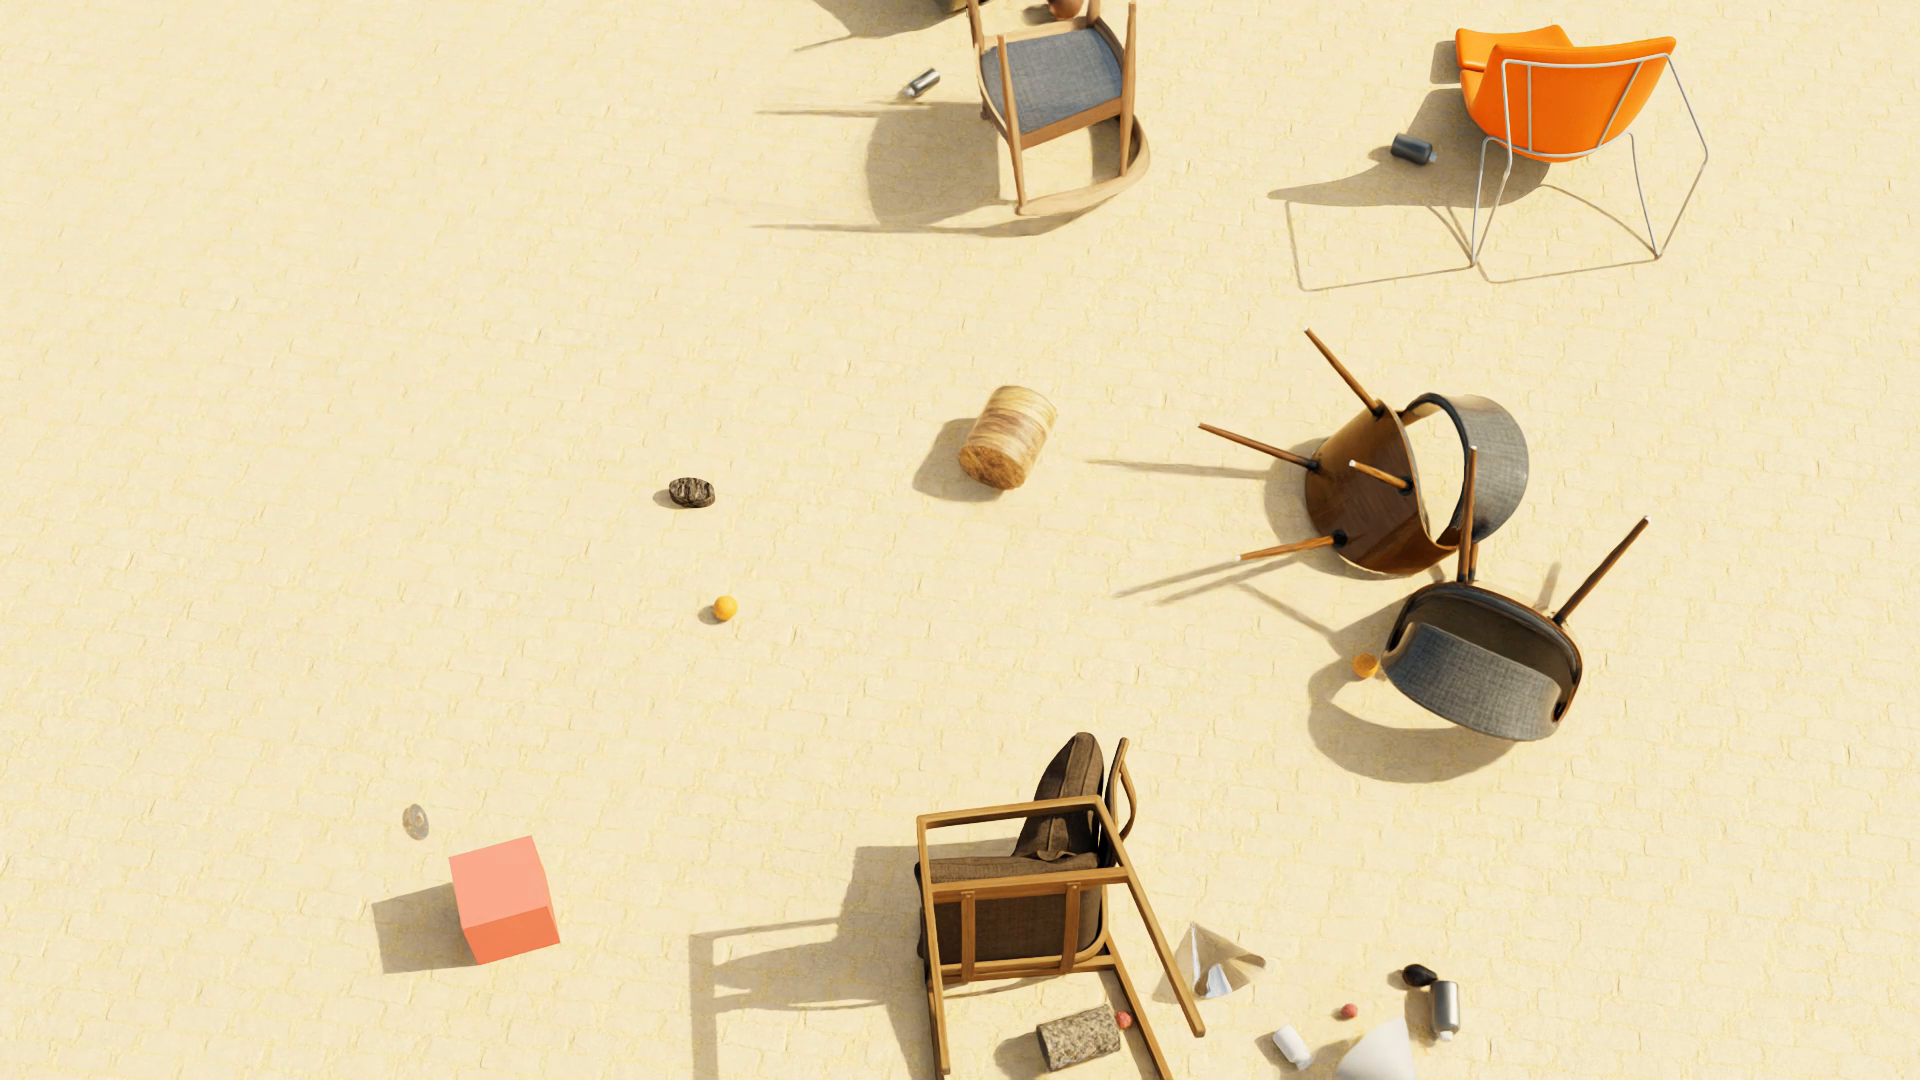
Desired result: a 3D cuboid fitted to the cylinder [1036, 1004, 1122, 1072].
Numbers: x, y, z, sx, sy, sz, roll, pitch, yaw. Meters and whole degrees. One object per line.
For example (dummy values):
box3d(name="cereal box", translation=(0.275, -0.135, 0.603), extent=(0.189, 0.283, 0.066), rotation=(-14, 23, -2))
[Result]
box3d(name="cylinder", translation=(0.305, 1.278, 5.644), extent=(0.189, 0.119, 0.121), rotation=(-15, 98, -10))

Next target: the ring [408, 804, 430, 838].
box3d(name="ring", translation=(-1.486, 0.771, 6.040), extent=(0.049, 0.027, 0.111), rotation=(-19, 59, -14))

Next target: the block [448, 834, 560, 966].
box3d(name="block", translation=(-1.199, 0.950, 5.795), extent=(0.220, 0.235, 0.212), rotation=(-14, 57, -9))

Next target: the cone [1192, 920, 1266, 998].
box3d(name="cone", translation=(0.663, 1.078, 5.811), extent=(0.212, 0.135, 0.214), rotation=(-14, 39, -18))

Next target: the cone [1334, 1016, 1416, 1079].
box3d(name="cone", translation=(1.098, 1.343, 5.549), extent=(0.249, 0.170, 0.175), rotation=(-29, 48, -23))

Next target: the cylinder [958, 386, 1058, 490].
box3d(name="cylinder", translation=(0.146, -0.311, 6.659), extent=(0.224, 0.197, 0.249), rotation=(6, 53, 32))

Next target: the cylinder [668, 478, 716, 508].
box3d(name="cylinder", translation=(-0.809, -0.142, 6.638), extent=(0.139, 0.052, 0.076), rotation=(8, 56, 5))
